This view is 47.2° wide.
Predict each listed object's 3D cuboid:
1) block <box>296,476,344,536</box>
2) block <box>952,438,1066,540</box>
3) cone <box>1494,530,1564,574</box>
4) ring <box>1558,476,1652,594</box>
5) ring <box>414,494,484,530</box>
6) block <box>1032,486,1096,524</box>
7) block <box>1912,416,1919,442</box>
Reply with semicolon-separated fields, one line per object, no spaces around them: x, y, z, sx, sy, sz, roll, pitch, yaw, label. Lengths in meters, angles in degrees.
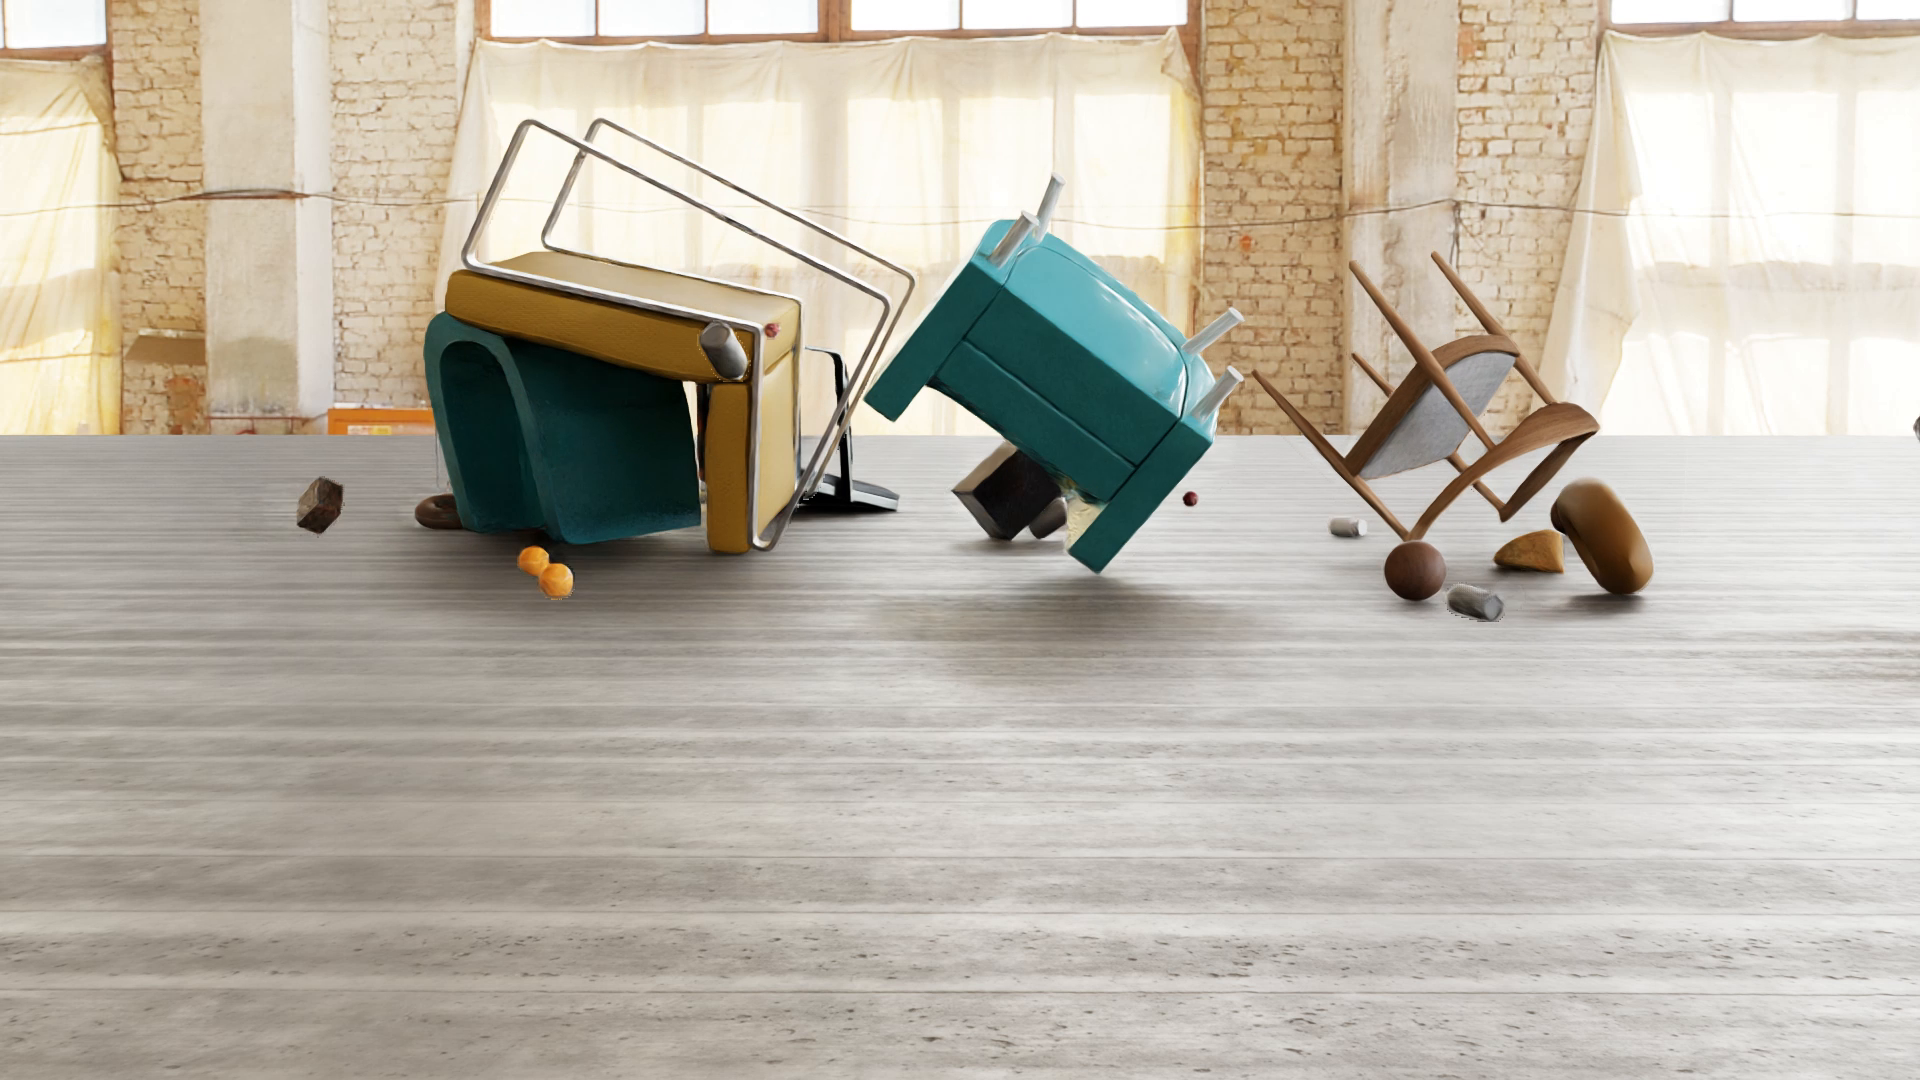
-1.837;-0.097;6.310;0.077;0.105;0.112;26;-52;-35;block
0.146;-0.152;6.573;0.237;0.190;0.178;-43;15;-12;block
1.448;0.052;5.435;0.188;0.082;0.191;-19;22;-7;cone
1.416;-0.011;4.831;0.115;0.264;0.320;-27;23;7;ring
-1.648;-0.091;7.093;0.223;0.068;0.187;-9;28;-34;ring
0.315;-0.122;7.495;0.237;0.114;0.185;3;5;41;block
2.160;-0.255;4.416;0.309;0.317;0.199;25;28;0;block
